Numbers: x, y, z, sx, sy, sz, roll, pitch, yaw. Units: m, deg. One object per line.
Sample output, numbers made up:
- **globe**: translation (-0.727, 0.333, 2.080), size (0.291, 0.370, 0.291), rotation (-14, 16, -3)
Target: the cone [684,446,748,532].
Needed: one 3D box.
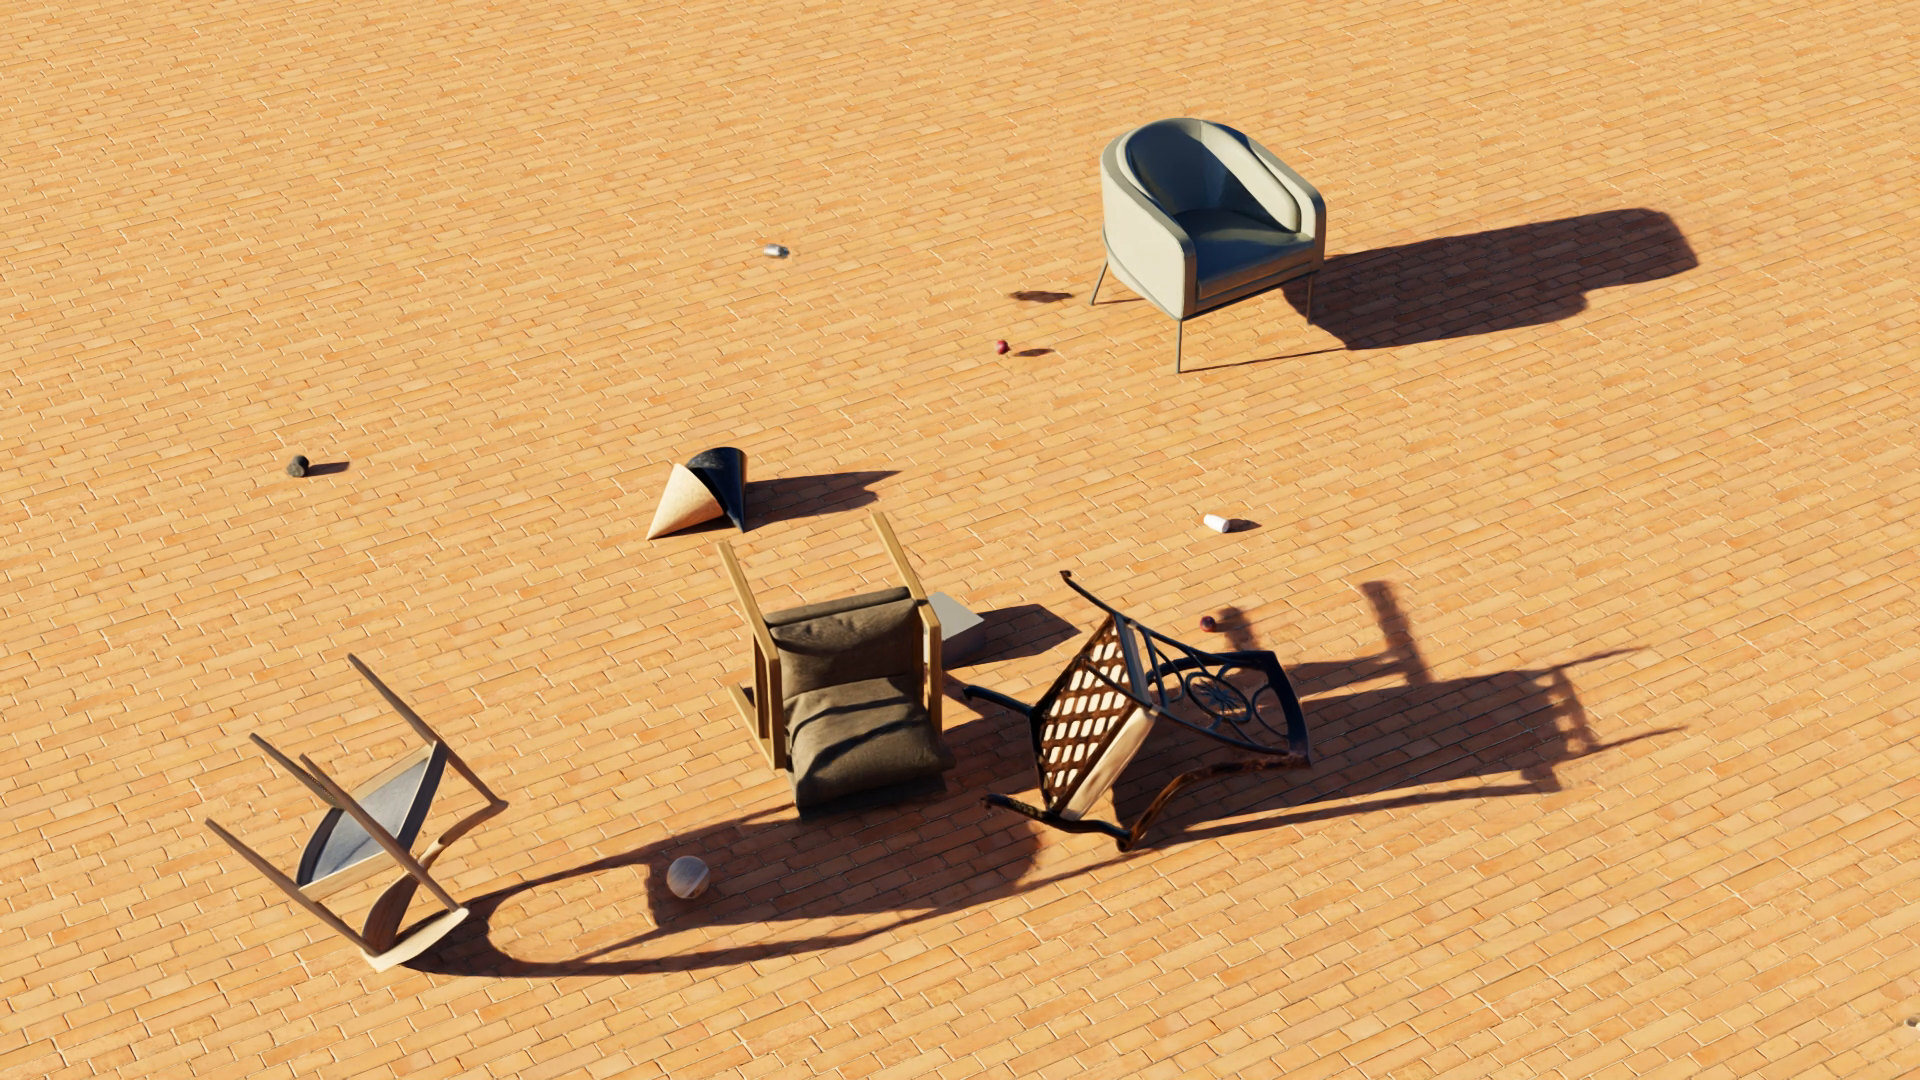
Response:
- **cone**: translation (-0.870, -0.149, 11.063), size (0.278, 0.246, 0.325), rotation (6, 47, -42)

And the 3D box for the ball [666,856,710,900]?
- **ball**: translation (-0.852, 1.060, 9.211), size (0.137, 0.137, 0.137), rotation (0, 33, 0)

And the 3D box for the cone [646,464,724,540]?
- **cone**: translation (-1.076, -0.093, 10.973), size (0.283, 0.273, 0.242), rotation (-45, 41, -14)

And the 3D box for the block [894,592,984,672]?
- **block**: translation (-0.072, 0.320, 10.347), size (0.214, 0.122, 0.241), rotation (-25, 41, -33)
